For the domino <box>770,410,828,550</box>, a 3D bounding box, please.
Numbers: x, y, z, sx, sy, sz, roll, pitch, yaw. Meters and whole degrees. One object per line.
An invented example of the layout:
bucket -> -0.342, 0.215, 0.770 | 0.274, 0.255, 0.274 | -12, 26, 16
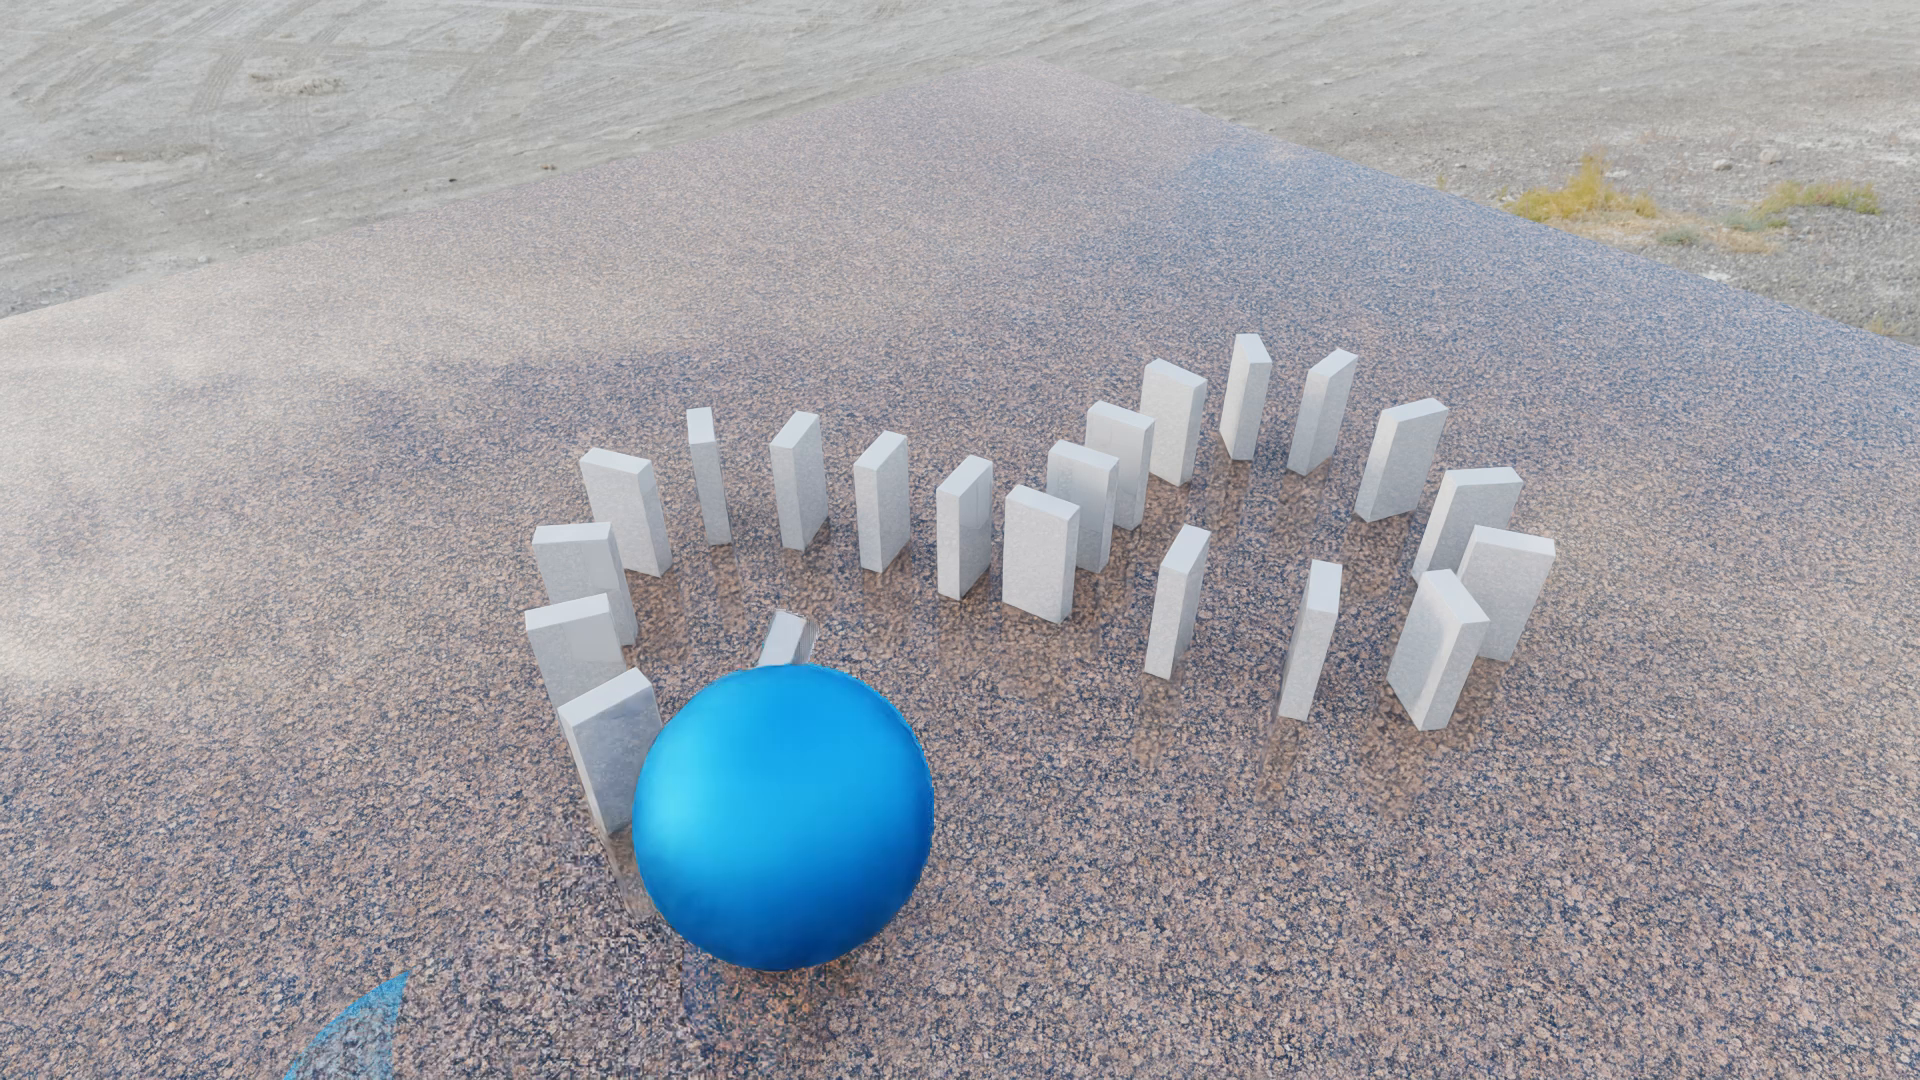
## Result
domino -> -0.064, -0.023, 0.440 | 0.009, 0.050, 0.025 | 11, 41, 14

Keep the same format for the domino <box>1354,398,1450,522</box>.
domino -> 0.180, -0.032, 0.451 | 0.025, 0.050, 0.009 | -15, 42, -17

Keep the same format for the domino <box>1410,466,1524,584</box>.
domino -> 0.191, -0.004, 0.416 | 0.025, 0.050, 0.009 | -3, 39, -4

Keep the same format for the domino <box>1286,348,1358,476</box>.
domino -> 0.158, -0.055, 0.479 | 0.010, 0.050, 0.025 | 31, 48, 32

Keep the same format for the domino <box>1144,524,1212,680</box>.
domino -> 0.076, 0.022, 0.384 | 0.009, 0.050, 0.025 | 18, 43, 21

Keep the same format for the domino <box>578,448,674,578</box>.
domino -> -0.128, -0.010, 0.424 | 0.025, 0.050, 0.009 | 13, 41, 16

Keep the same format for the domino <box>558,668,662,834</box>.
domino -> -0.102, 0.064, 0.333 | 0.025, 0.050, 0.010 | -29, 47, -31

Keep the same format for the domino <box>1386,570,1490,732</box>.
domino -> 0.158, 0.037, 0.366 | 0.009, 0.050, 0.025 | -6, 40, -7

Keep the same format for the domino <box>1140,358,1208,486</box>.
domino -> 0.090, -0.050, 0.473 | 0.025, 0.050, 0.009 | 32, 49, 33

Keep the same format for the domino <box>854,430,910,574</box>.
domino -> -0.030, -0.015, 0.429 | 0.009, 0.050, 0.025 | 16, 42, 19

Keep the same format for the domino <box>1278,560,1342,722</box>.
domino -> 0.117, 0.034, 0.370 | 0.010, 0.050, 0.025 | 12, 41, 14

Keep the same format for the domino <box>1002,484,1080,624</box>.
domino -> 0.029, 0.006, 0.404 | 0.025, 0.050, 0.009 | 22, 44, 24

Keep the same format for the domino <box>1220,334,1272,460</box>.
domino -> 0.127, -0.063, 0.489 | 0.009, 0.050, 0.025 | -1, 39, -2

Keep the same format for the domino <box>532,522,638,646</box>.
domino -> -0.132, 0.017, 0.391 | 0.025, 0.050, 0.010 | -4, 39, -4

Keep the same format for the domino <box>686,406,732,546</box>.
domino -> -0.101, -0.025, 0.442 | 0.010, 0.050, 0.025 | -9, 40, -10

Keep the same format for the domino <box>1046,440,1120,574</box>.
domino -> 0.046, -0.012, 0.427 | 0.025, 0.050, 0.010 | 21, 44, 23

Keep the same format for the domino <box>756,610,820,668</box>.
domino -> -0.060, 0.048, 0.350 | 0.009, 0.025, 0.050 | 19, 83, 5

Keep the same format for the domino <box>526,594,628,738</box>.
domino -> -0.123, 0.042, 0.361 | 0.025, 0.050, 0.009 | -13, 41, -15

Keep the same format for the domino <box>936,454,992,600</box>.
domino -> 0.002, -0.004, 0.417 | 0.009, 0.050, 0.025 | 20, 43, 23

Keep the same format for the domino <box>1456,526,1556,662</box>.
domino -> 0.188, 0.019, 0.388 | 0.025, 0.050, 0.009 | 12, 41, 14

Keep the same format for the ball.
ball -> -0.047, 0.074, 0.298 | 0.080, 0.080, 0.080 | 0, 39, 0

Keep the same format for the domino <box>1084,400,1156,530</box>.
domino -> 0.064, -0.030, 0.448 | 0.025, 0.050, 0.009 | 23, 45, 26
